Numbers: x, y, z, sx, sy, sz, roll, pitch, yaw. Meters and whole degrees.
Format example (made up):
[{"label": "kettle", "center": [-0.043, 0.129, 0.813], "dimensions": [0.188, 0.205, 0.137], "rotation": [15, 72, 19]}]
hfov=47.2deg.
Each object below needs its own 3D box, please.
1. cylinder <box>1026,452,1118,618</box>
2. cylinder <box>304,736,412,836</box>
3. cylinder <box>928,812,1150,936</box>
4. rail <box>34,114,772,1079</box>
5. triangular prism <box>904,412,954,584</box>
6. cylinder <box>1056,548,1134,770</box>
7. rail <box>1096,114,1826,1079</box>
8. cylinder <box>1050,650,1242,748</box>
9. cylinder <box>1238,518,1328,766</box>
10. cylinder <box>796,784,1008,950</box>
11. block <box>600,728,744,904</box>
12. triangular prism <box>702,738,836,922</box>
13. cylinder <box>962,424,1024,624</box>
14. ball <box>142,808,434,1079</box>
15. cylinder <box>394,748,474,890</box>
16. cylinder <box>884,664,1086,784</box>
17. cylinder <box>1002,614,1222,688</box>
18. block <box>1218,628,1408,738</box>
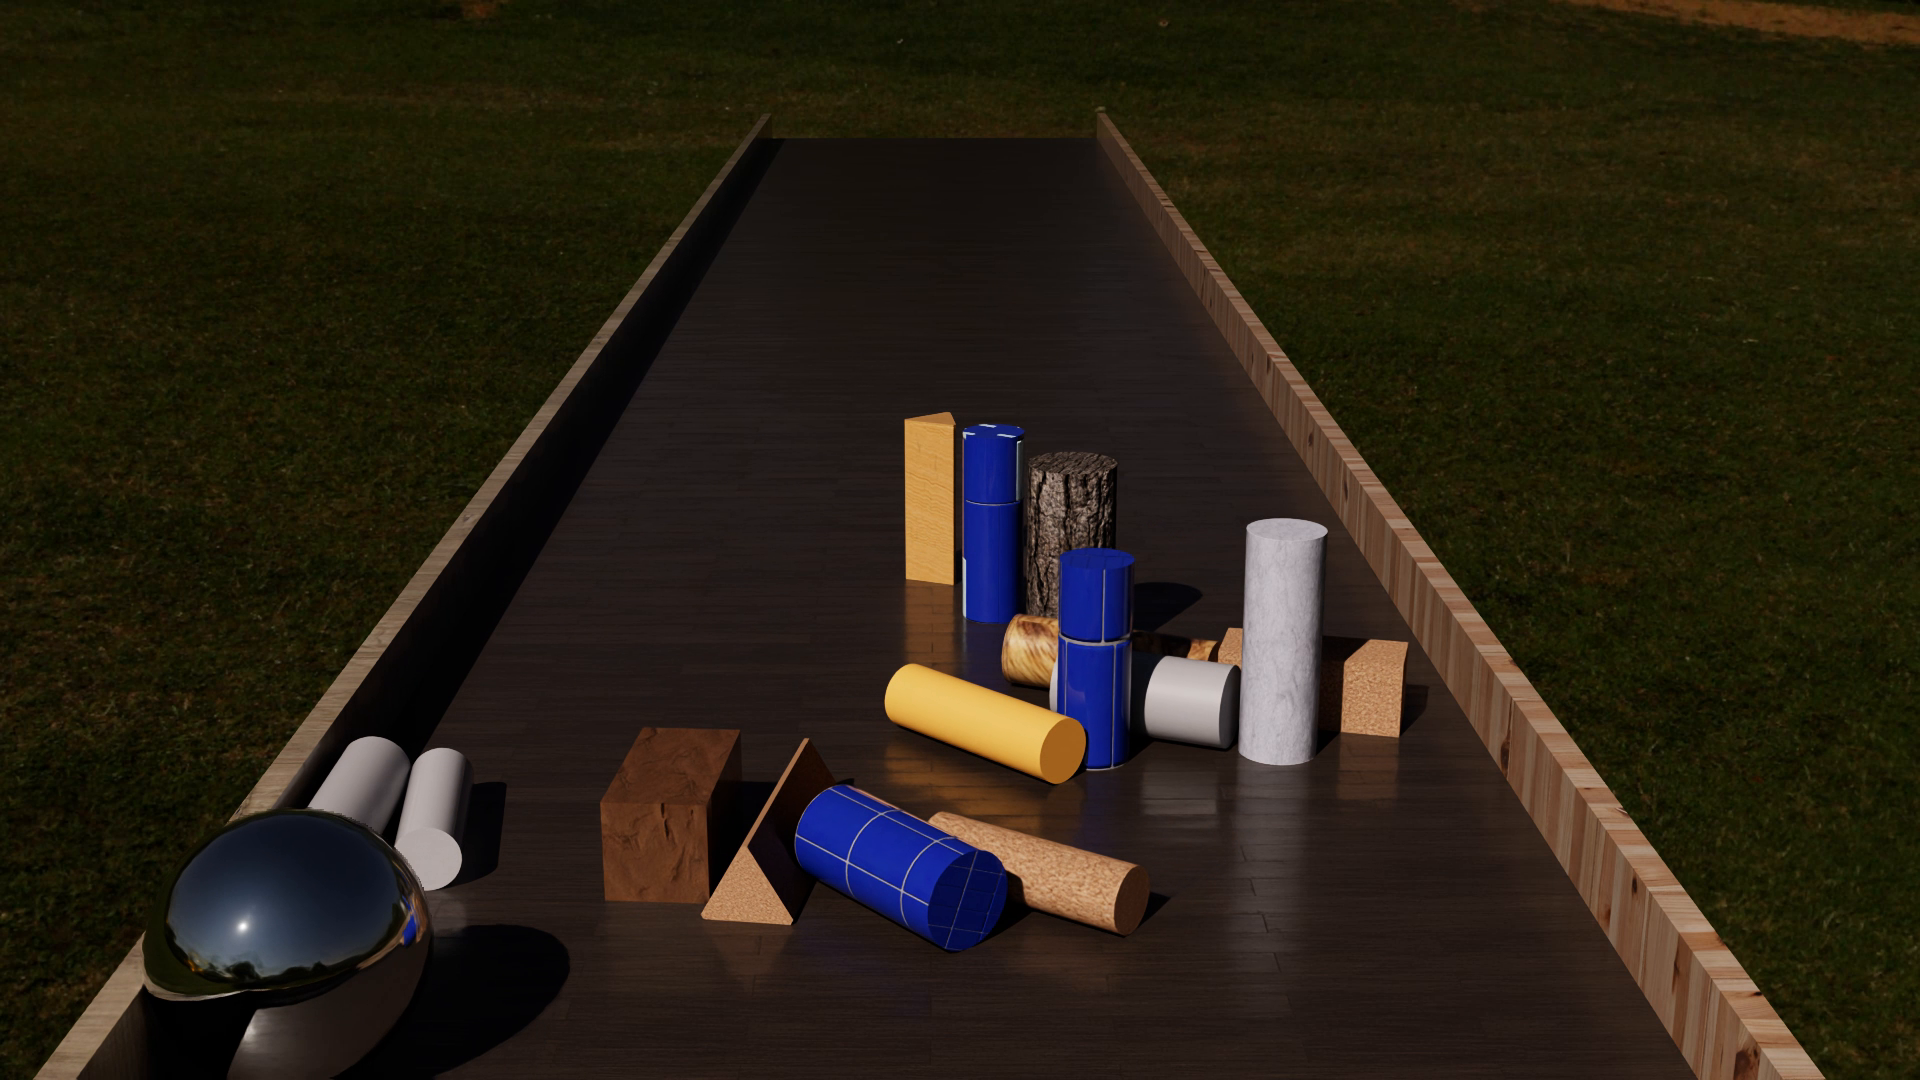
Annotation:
[{"label": "cylinder", "center": [0.221, 0.040, 4.387], "dimensions": [0.177, 0.401, 0.177], "rotation": [0, 17, 0]}, {"label": "cylinder", "center": [-0.982, 0.437, 3.537], "dimensions": [0.125, 0.125, 0.343], "rotation": [0, 17, -1]}, {"label": "cylinder", "center": [0.109, 0.505, 3.346], "dimensions": [0.353, 0.105, 0.105], "rotation": [11, 20, 33]}, {"label": "rail", "center": [-1.118, -0.838, 7.780], "dimensions": [0.050, 0.150, 12.000], "rotation": [0, 17, -1]}, {"label": "triangular prism", "center": [-0.046, -0.096, 4.909], "dimensions": [0.121, 0.366, 0.105], "rotation": [7, 18, 22]}, {"label": "cylinder", "center": [0.238, 0.209, 3.874], "dimensions": [0.131, 0.370, 0.131], "rotation": [0, 17, 0]}, {"label": "rail", "center": [0.932, -0.844, 7.801], "dimensions": [0.050, 0.150, 12.000], "rotation": [0, 17, -1]}, {"label": "cylinder", "center": [0.340, 0.282, 4.012], "dimensions": [0.319, 0.152, 0.152], "rotation": [7, 18, 22]}, {"label": "cylinder", "center": [0.571, 0.180, 3.897], "dimensions": [0.141, 0.414, 0.141], "rotation": [0, 17, 0]}, {"label": "cylinder", "center": [-0.092, 0.489, 3.311], "dimensions": [0.154, 0.154, 0.320], "rotation": [-14, 21, -38]}, {"label": "block", "center": [-0.452, 0.432, 3.490], "dimensions": [0.162, 0.162, 0.311], "rotation": [1, 17, 4]}, {"label": "triangular prism", "center": [-0.288, 0.450, 3.488], "dimensions": [0.139, 0.121, 0.436], "rotation": [2, 17, 8]}, {"label": "cylinder", "center": [0.070, -0.034, 4.636], "dimensions": [0.129, 0.401, 0.129], "rotation": [0, 17, 0]}, {"label": "ball", "center": [-0.862, 0.526, 2.830], "dimensions": [0.358, 0.358, 0.358], "rotation": [0, 17, 0]}, {"label": "cylinder", "center": [-0.846, 0.445, 3.544], "dimensions": [0.106, 0.106, 0.329], "rotation": [-2, 17, -8]}, {"label": "cylinder", "center": [0.041, 0.325, 3.929], "dimensions": [0.118, 0.118, 0.389], "rotation": [-16, 23, -42]}, {"label": "cylinder", "center": [0.292, 0.234, 4.199], "dimensions": [0.404, 0.137, 0.137], "rotation": [7, 18, 23]}, {"label": "block", "center": [0.657, 0.263, 4.100], "dimensions": [0.336, 0.137, 0.137], "rotation": [4, 17, 14]}]
